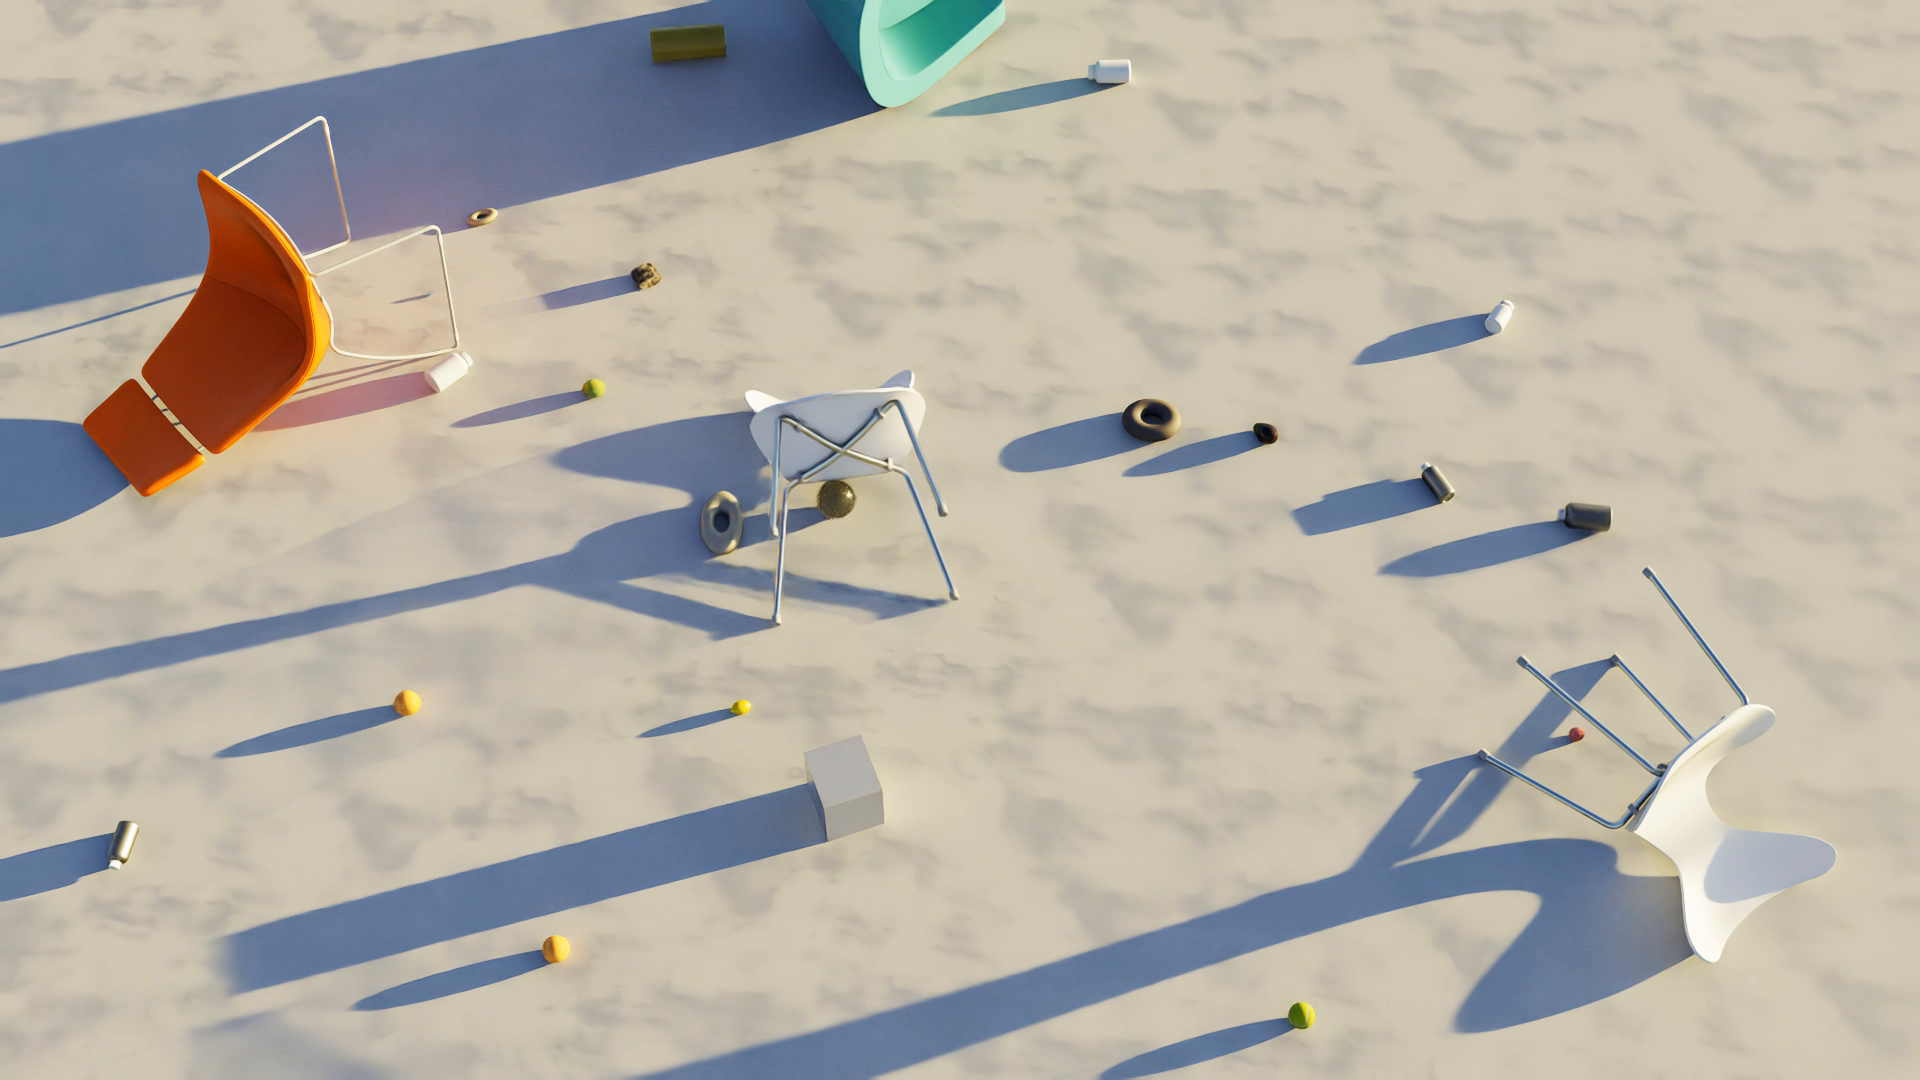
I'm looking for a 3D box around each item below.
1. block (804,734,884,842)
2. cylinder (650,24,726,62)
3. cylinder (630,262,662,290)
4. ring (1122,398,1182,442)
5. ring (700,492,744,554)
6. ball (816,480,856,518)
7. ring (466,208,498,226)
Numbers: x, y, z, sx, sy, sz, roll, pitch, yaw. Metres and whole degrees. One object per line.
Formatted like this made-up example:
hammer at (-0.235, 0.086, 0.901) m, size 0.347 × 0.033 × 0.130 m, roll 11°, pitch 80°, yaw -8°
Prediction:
block at (-0.315, 0.677, 5.999) m, size 0.165 × 0.199 × 0.180 m, roll -17°, pitch 58°, yaw -11°
cylinder at (-0.947, -1.734, 7.668) m, size 0.256 × 0.116 × 0.113 m, roll -5°, pitch 52°, yaw -4°
cylinder at (-1.017, -0.855, 7.123) m, size 0.081 × 0.042 × 0.066 m, roll -26°, pitch 60°, yaw -13°
ring at (0.592, -0.370, 6.790) m, size 0.184 × 0.055 × 0.155 m, roll 5°, pitch 55°, yaw 4°
ring at (-0.713, -0.051, 6.577) m, size 0.131 × 0.052 × 0.226 m, roll -3°, pitch 57°, yaw -3°
ball at (-0.371, -0.122, 6.586) m, size 0.116 × 0.116 × 0.116 m, roll 0°, pitch 56°, yaw 0°
ring at (-1.582, -1.069, 7.278) m, size 0.106 × 0.022 × 0.060 m, roll -22°, pitch 60°, yaw -14°
